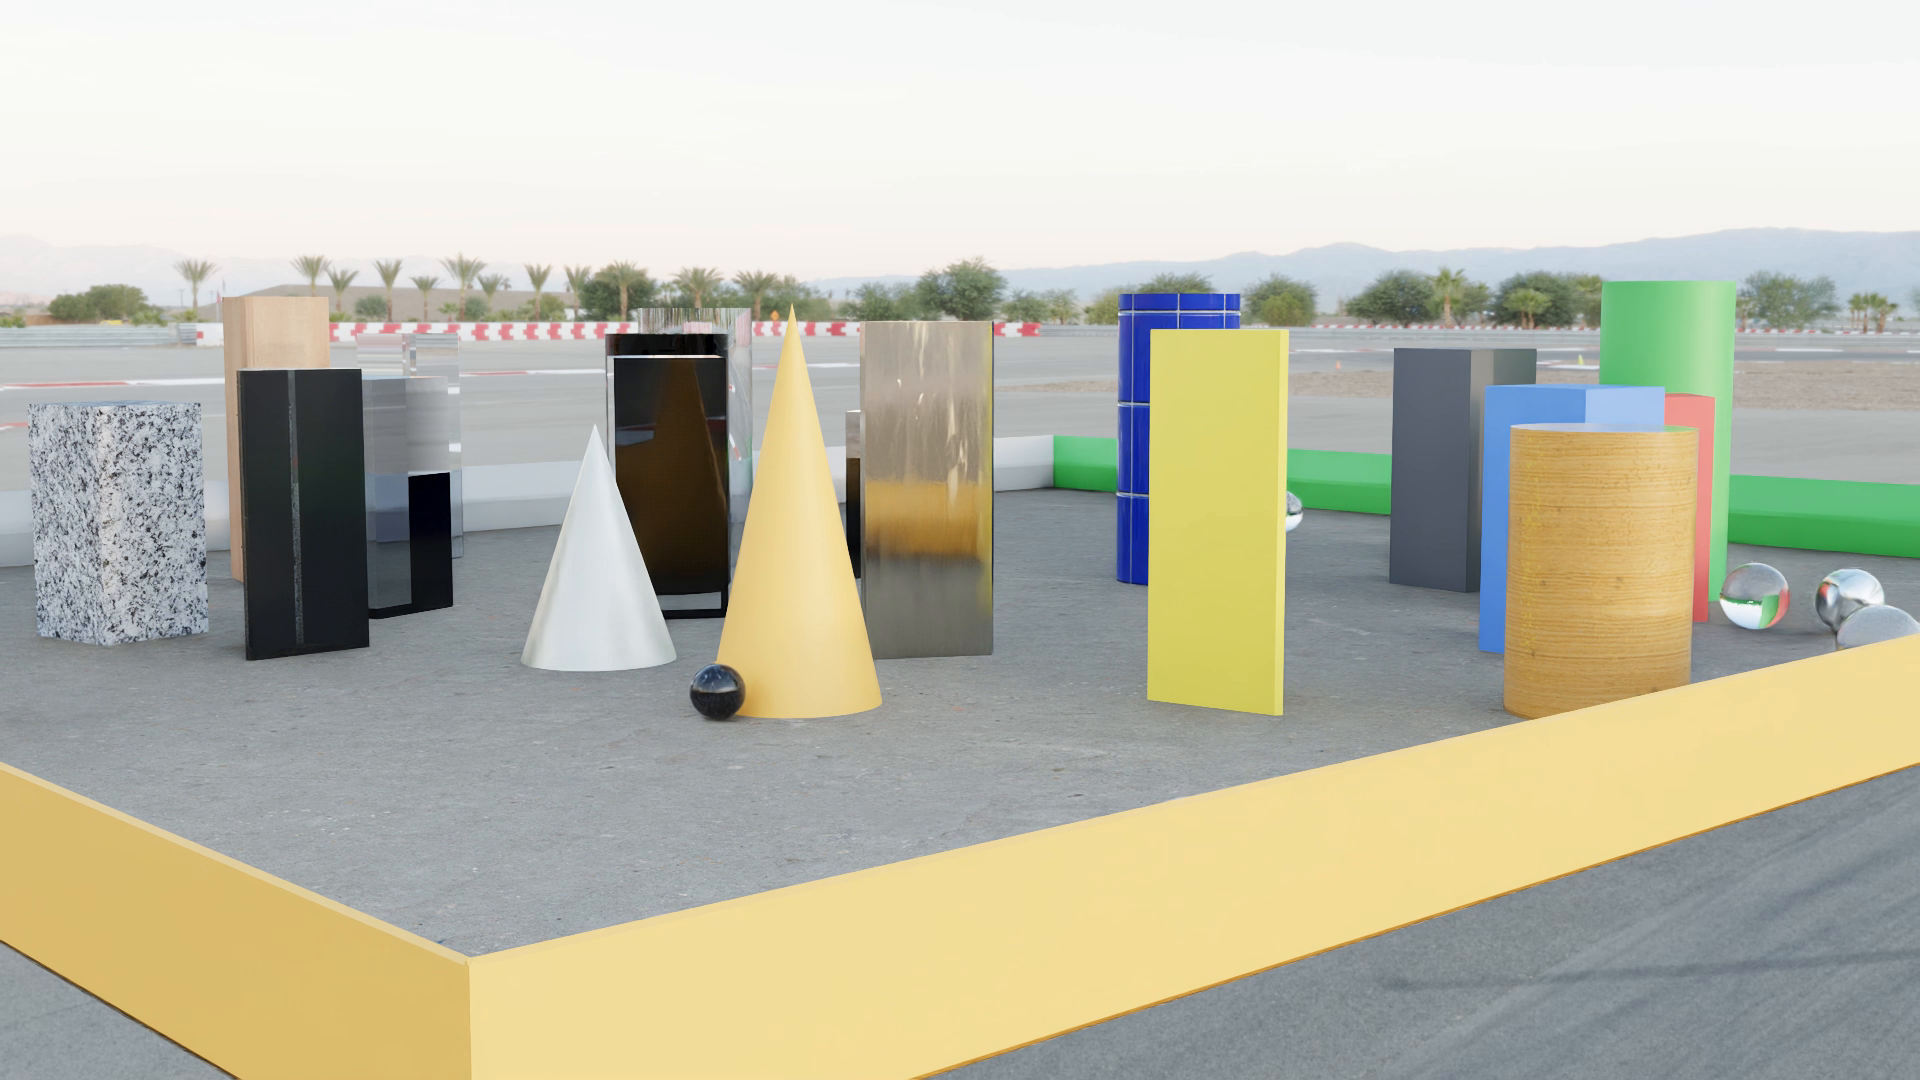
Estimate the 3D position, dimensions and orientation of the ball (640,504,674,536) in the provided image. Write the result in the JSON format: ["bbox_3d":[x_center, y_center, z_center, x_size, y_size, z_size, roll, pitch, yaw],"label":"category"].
[{"bbox_3d":[-0.599,-0.039,4.353,0.066,0.066,0.066,0,6,0],"label":"ball"}]

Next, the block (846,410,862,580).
[{"bbox_3d":[-0.088,-0.079,3.711,0.160,0.279,0.160,2,6,19],"label":"block"}]

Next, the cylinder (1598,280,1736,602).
[{"bbox_3d":[1.102,-0.158,3.444,0.200,0.490,0.200,0,6,0],"label":"cylinder"}]

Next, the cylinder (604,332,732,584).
[{"bbox_3d":[-0.476,-0.132,3.593,0.200,0.408,0.200,0,6,0],"label":"cylinder"}]

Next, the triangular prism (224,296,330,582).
[{"bbox_3d":[-1.114,-0.167,3.642,0.150,0.468,0.173,-4,7,-31],"label":"triangular prism"}]

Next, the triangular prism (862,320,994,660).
[{"bbox_3d":[-0.058,-0.071,2.891,0.173,0.431,0.150,-1,6,-14],"label":"triangular prism"}]

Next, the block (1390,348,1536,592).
[{"bbox_3d":[0.817,-0.119,3.578,0.160,0.385,0.160,-4,7,-37],"label":"block"}]

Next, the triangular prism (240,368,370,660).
[{"bbox_3d":[-0.900,-0.041,2.904,0.150,0.370,0.173,6,8,45],"label":"triangular prism"}]

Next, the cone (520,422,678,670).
[{"bbox_3d":[-0.464,0.002,2.813,0.200,0.303,0.200,0,6,0],"label":"cone"}]

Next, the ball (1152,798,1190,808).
[{"bbox_3d":[0.162,0.234,1.568,0.100,0.100,0.100,0,6,0],"label":"ball"}]

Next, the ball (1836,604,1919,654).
[{"bbox_3d":[1.087,0.126,2.596,0.100,0.100,0.100,0,6,0],"label":"ball"}]

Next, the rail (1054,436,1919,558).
[{"bbox_3d":[1.244,-0.085,4.473,0.045,0.130,3.018,-5,8,-42],"label":"rail"}]

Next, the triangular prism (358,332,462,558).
[{"bbox_3d":[-0.957,-0.166,3.928,0.173,0.405,0.150,6,8,43],"label":"triangular prism"}]

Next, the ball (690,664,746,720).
[{"bbox_3d":[-0.264,0.166,2.404,0.061,0.061,0.061,0,6,0],"label":"ball"}]

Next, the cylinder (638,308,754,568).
[{"bbox_3d":[-0.465,-0.183,3.881,0.200,0.450,0.200,0,6,0],"label":"cylinder"}]

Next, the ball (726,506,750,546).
[{"bbox_3d":[-0.403,-0.025,4.150,0.078,0.078,0.078,0,6,0],"label":"ball"}]

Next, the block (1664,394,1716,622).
[{"bbox_3d":[1.002,-0.052,3.233,0.160,0.322,0.160,0,6,4],"label":"block"}]

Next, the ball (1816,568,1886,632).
[{"bbox_3d":[1.233,0.085,3.044,0.091,0.091,0.091,0,6,0],"label":"ball"}]

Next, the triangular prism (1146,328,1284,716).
[{"bbox_3d":[0.329,-0.029,2.520,0.173,0.424,0.150,5,7,37],"label":"triangular prism"}]

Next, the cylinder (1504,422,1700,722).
[{"bbox_3d":[0.709,0.034,2.436,0.200,0.317,0.200,0,6,0],"label":"cylinder"}]

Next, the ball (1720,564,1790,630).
[{"bbox_3d":[1.115,0.079,3.084,0.093,0.093,0.093,0,6,0],"label":"ball"}]

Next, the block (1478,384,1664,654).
[{"bbox_3d":[0.796,-0.026,2.867,0.160,0.348,0.160,-4,7,-36],"label":"block"}]

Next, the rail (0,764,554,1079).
[{"bbox_3d":[-1.244,0.153,2.190,0.045,0.130,3.018,-5,8,-42],"label":"rail"}]

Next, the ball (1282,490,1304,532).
[{"bbox_3d":[0.649,-0.057,4.433,0.085,0.085,0.085,0,6,0],"label":"ball"}]

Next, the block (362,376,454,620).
[{"bbox_3d":[-0.875,-0.068,3.275,0.160,0.347,0.160,3,7,28],"label":"block"}]

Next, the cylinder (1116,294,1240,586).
[{"bbox_3d":[0.359,-0.168,3.624,0.200,0.472,0.200,0,6,0],"label":"cylinder"}]

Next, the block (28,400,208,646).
[{"bbox_3d":[-1.159,-0.029,3.031,0.160,0.319,0.160,4,7,35],"label":"block"}]

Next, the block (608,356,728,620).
[{"bbox_3d":[-0.432,-0.081,3.245,0.160,0.378,0.160,-1,6,-12],"label":"block"}]

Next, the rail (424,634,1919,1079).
[{"bbox_3d":[1.007,0.147,2.246,3.432,0.130,0.045,-5,8,-42],"label":"rail"}]

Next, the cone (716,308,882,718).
[{"bbox_3d":[-0.188,-0.040,2.489,0.200,0.454,0.200,0,6,0],"label":"cone"}]

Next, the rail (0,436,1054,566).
[{"bbox_3d":[-1.007,-0.079,4.417,3.432,0.130,0.045,-5,8,-42],"label":"rail"}]
